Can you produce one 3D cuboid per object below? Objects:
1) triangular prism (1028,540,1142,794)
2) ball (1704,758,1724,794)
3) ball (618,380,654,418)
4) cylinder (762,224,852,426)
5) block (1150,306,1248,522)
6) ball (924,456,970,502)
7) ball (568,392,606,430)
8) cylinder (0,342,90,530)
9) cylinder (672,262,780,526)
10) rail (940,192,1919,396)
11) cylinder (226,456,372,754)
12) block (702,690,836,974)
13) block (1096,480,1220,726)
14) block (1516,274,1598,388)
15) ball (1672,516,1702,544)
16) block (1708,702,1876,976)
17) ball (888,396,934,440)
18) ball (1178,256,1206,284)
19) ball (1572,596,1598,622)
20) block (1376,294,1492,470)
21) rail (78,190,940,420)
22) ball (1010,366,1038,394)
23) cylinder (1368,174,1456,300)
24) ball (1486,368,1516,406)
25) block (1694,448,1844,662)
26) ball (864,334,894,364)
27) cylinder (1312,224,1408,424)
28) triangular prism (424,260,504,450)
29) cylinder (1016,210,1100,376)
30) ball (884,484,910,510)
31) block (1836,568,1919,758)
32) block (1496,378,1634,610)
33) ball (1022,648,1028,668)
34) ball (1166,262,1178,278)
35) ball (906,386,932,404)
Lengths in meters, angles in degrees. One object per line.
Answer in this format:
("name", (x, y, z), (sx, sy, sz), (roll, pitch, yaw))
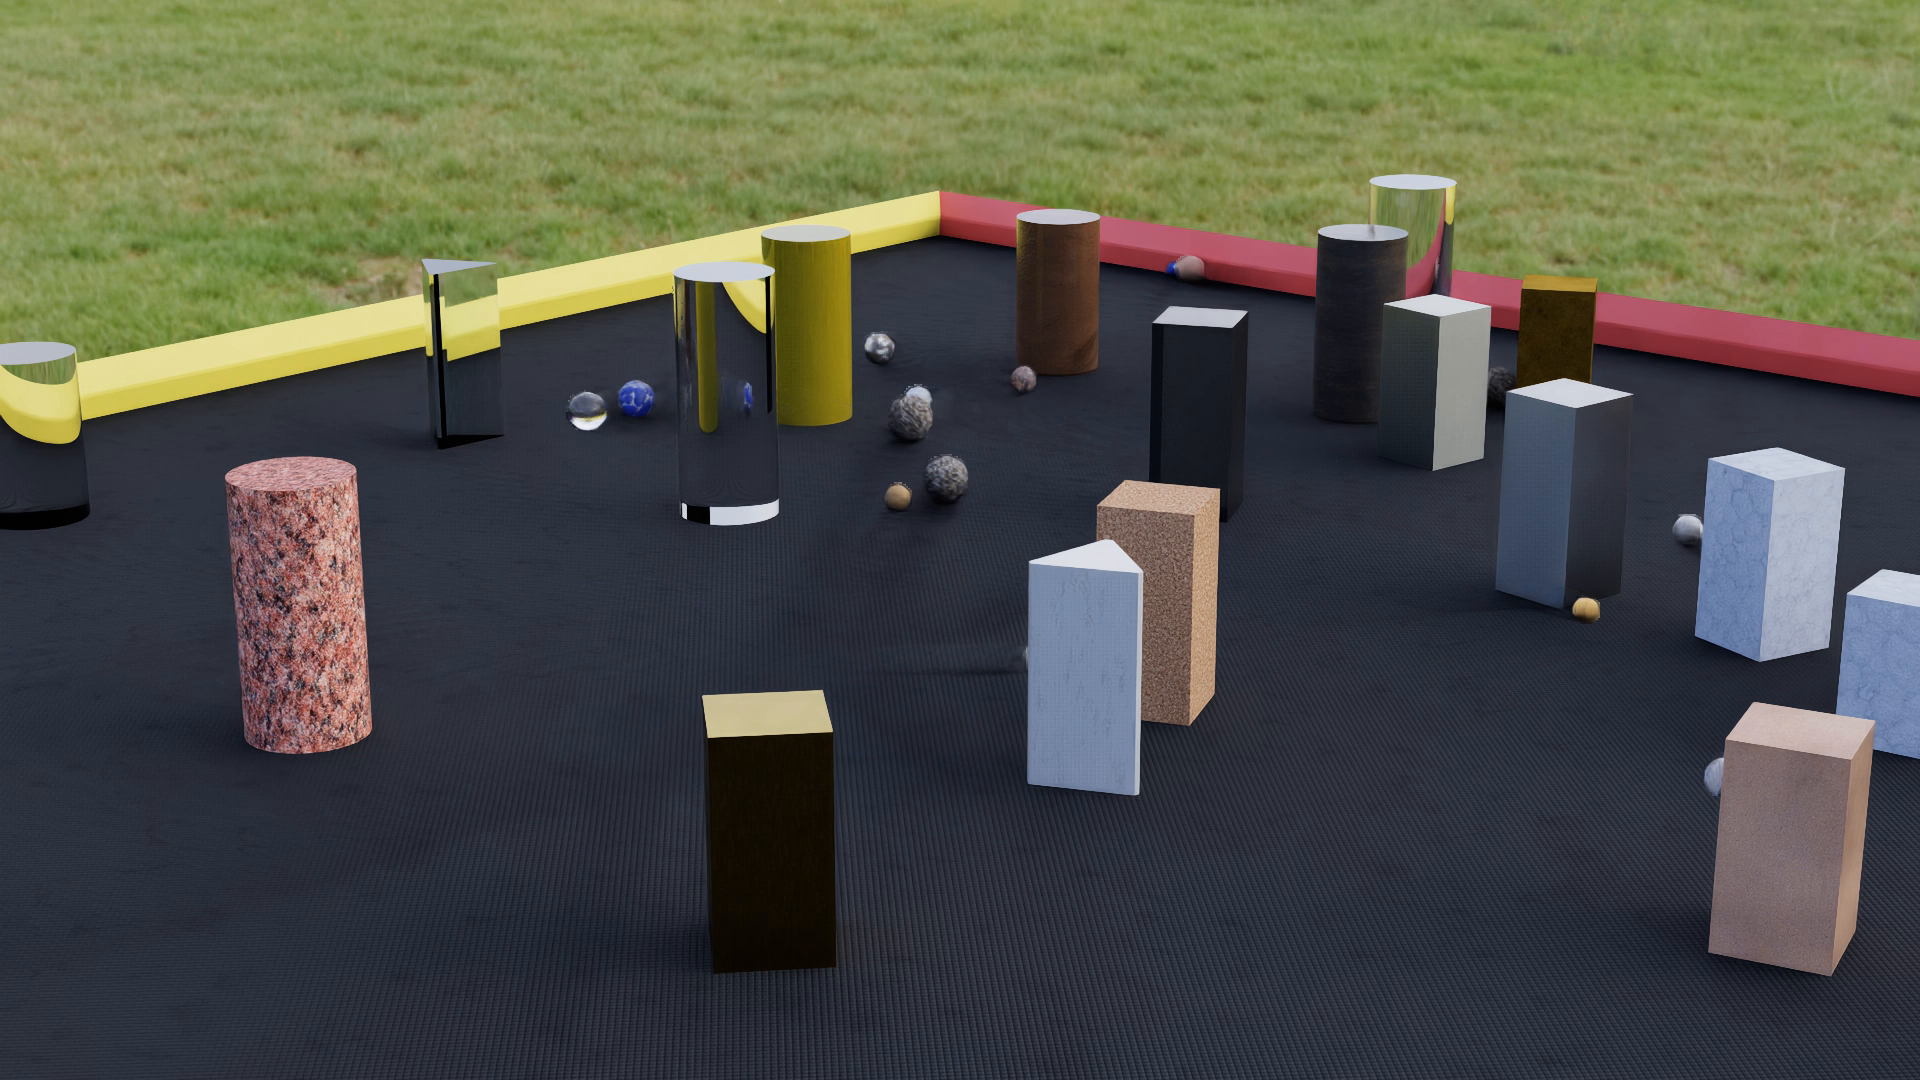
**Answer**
("triangular prism", (0.197, 0.180, 4.264), (0.165, 0.336, 0.143), (5, 18, 16))
("ball", (1.100, 0.340, 4.220), (0.055, 0.055, 0.055), (0, 17, 0))
("ball", (-0.697, -0.303, 6.307), (0.080, 0.080, 0.080), (0, 17, 0))
("cylinder", (-0.327, -0.461, 6.278), (0.191, 0.398, 0.191), (0, 17, 0))
("block", (0.454, -0.241, 5.586), (0.153, 0.377, 0.153), (5, 17, 16))
("ball", (-0.026, -0.117, 5.676), (0.089, 0.089, 0.089), (0, 17, 0))
("ball", (-0.787, -0.272, 6.201), (0.081, 0.081, 0.081), (0, 17, 0))
("cylinder", (-1.758, -0.198, 5.547), (0.191, 0.319, 0.191), (0, 17, 0))
("cylinder", (-0.442, -0.279, 5.557), (0.191, 0.467, 0.191), (0, 17, 0))
("rail", (1.597, -0.501, 6.881), (4.426, 0.124, 0.045), (14, 22, 39))
("cylinder", (-0.994, 0.097, 4.416), (0.191, 0.408, 0.191), (0, 17, 0))
("block", (-0.240, 0.365, 3.689), (0.153, 0.314, 0.153), (-2, 17, -7))
("block", (0.305, 0.096, 4.542), (0.153, 0.337, 0.153), (6, 18, 18))
("block", (1.277, -0.407, 6.284), (0.153, 0.292, 0.153), (4, 17, 13))
("ball", (1.343, -0.019, 5.413), (0.053, 0.053, 0.053), (0, 17, 0))
("block", (1.050, 0.375, 3.702), (0.153, 0.288, 0.153), (9, 19, 26))
("ball", (-0.104, -0.255, 6.119), (0.095, 0.095, 0.095), (0, 17, 0))
("ball", (0.603, -0.705, 7.650), (0.073, 0.073, 0.073), (0, 17, 0))
("ball", (1.061, 0.118, 4.973), (0.044, 0.044, 0.044), (0, 17, 0))
("block", (0.963, -0.322, 5.959), (0.153, 0.317, 0.153), (-13, 21, -37))
("rail", (-1.653, -0.384, 6.495), (0.045, 0.124, 4.918), (14, 22, 39))
("ball", (0.142, -0.356, 6.517), (0.060, 0.060, 0.060), (0, 17, 0))
("cylinder", (1.000, -0.571, 6.539), (0.191, 0.459, 0.191), (0, 17, 0))
("ball", (1.177, -0.332, 6.397), (0.084, 0.084, 0.084), (0, 17, 0))
("block", (1.334, 0.022, 4.837), (0.153, 0.307, 0.153), (-9, 19, -27))
("ball", (-0.187, -0.442, 6.780), (0.072, 0.072, 0.072), (0, 17, 0))
("cylinder", (0.857, -0.463, 6.288), (0.191, 0.397, 0.191), (0, 17, 0))
("triangular prism", (-1.067, -0.394, 6.111), (0.143, 0.368, 0.165), (16, 23, 43))
("cylinder", (0.224, -0.567, 6.712), (0.191, 0.351, 0.191), (0, 17, 0))
("ball", (-0.119, -0.081, 5.623), (0.050, 0.050, 0.050), (0, 17, 0))
("block", (1.428, 0.187, 4.419), (0.153, 0.234, 0.153), (12, 21, 34))
("block", (1.048, -0.082, 5.091), (0.153, 0.358, 0.153), (-13, 21, -37))
("ball", (0.121, 0.191, 4.736), (0.042, 0.042, 0.042), (0, 17, 0))
("ball", (0.565, -0.711, 7.724), (0.041, 0.041, 0.041), (0, 17, 0))
("ball", (-0.090, -0.303, 6.343), (0.058, 0.058, 0.058), (0, 17, 0))
